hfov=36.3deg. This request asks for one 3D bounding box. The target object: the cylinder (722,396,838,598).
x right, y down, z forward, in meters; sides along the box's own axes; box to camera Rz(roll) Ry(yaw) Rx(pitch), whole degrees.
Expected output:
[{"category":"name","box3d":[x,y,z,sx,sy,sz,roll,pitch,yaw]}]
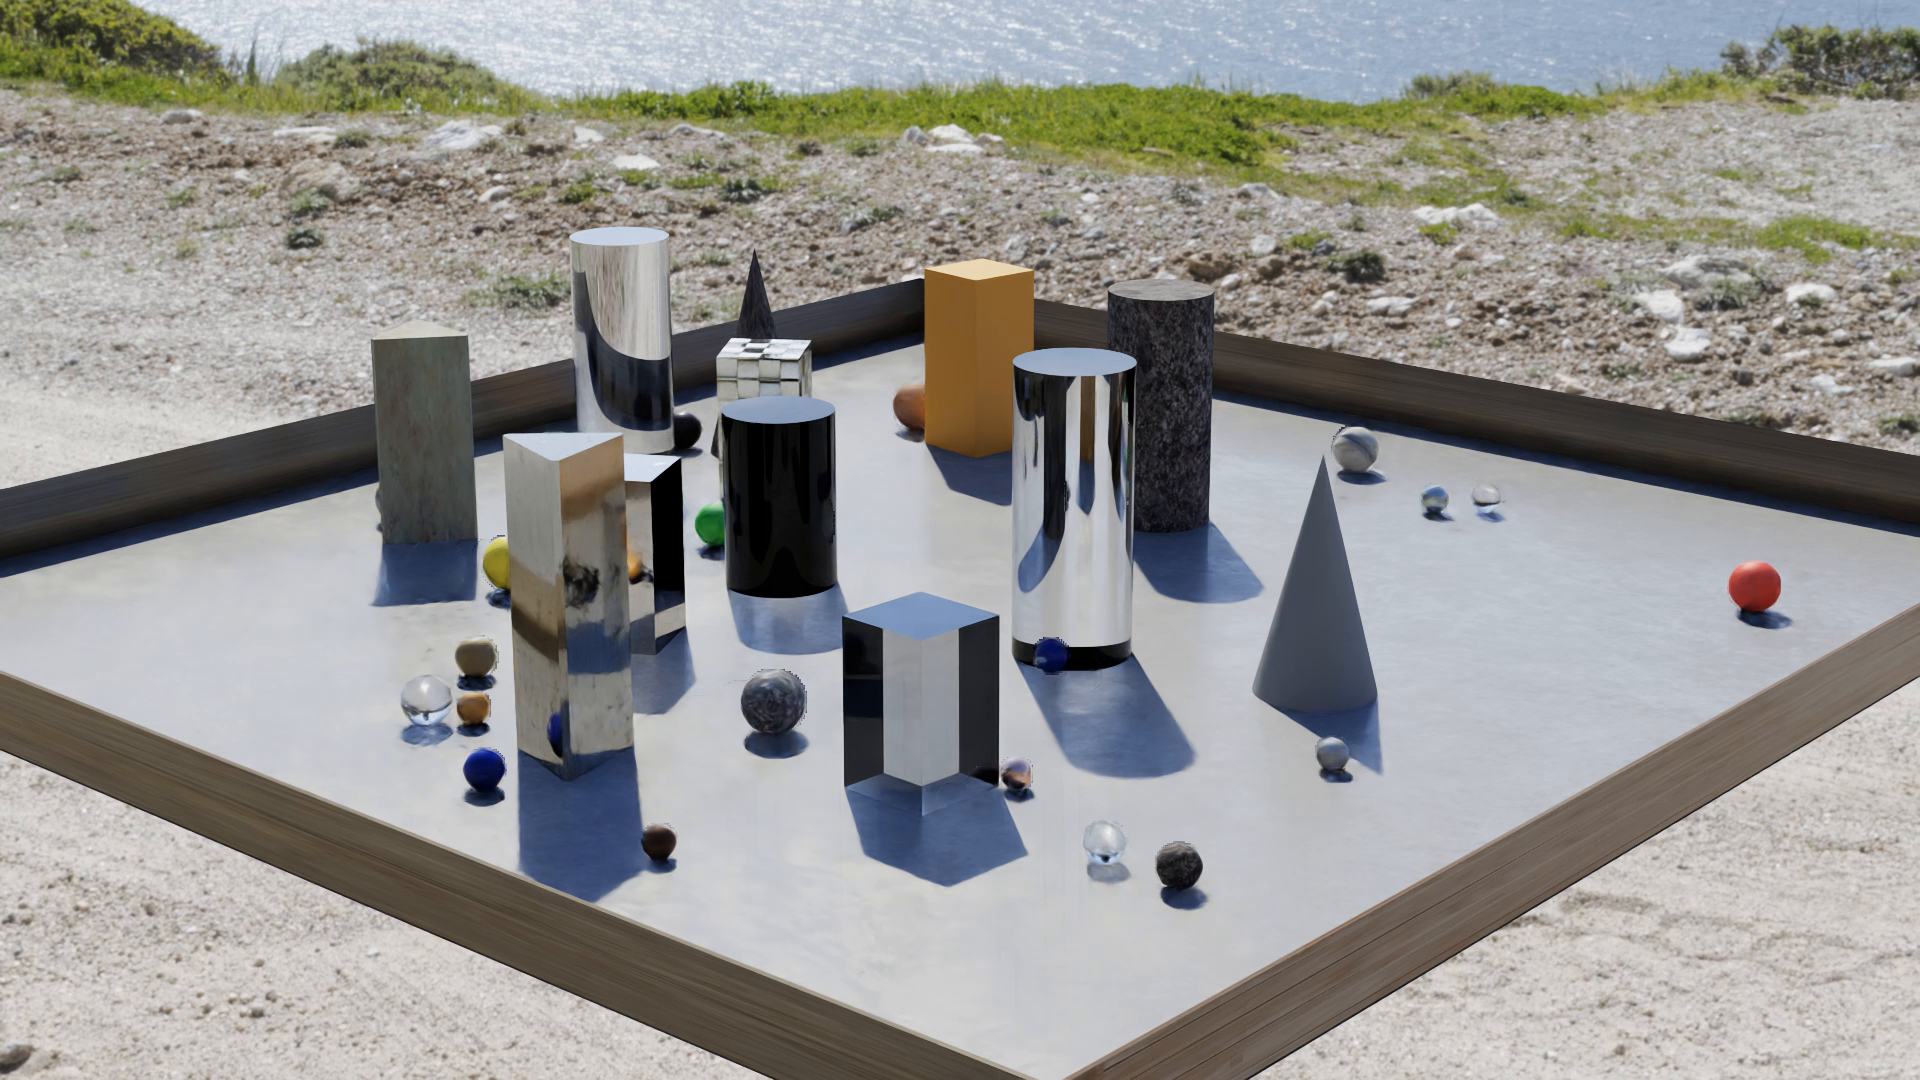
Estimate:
[{"category":"cylinder","box3d":[-0.317,-0.078,5.167,0.199,0.315,0.199,0,17,0]}]

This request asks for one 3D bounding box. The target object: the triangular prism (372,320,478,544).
[{"category":"triangular prism","box3d":[-0.999,-0.205,5.463,0.172,0.388,0.149,-3,17,-11]}]

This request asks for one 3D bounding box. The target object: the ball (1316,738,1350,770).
[{"category":"ball","box3d":[0.549,0.316,4.322,0.049,0.049,0.049,0,17,0]}]

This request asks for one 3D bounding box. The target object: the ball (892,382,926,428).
[{"category":"ball","box3d":[-0.093,-0.286,6.232,0.100,0.100,0.100,0,17,0]}]

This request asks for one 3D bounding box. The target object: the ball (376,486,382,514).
[{"category":"ball","box3d":[-1.068,-0.077,5.568,0.083,0.083,0.083,0,17,0]}]

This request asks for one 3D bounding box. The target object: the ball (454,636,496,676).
[{"category":"ball","box3d":[-0.780,0.188,4.718,0.066,0.066,0.066,0,17,0]}]

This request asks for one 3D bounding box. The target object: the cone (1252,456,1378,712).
[{"category":"cone","box3d":[0.564,0.053,4.604,0.199,0.390,0.199,0,17,0]}]

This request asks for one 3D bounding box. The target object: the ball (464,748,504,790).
[{"category":"ball","box3d":[-0.690,0.333,4.247,0.060,0.060,0.060,0,17,0]}]

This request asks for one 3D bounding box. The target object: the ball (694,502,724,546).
[{"category":"ball","box3d":[-0.449,-0.029,5.410,0.082,0.082,0.082,0,17,0]}]

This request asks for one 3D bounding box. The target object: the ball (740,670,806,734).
[{"category":"ball","box3d":[-0.285,0.247,4.466,0.098,0.098,0.098,0,17,0]}]

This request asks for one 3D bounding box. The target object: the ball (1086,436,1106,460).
[{"category":"ball","box3d":[0.283,-0.188,5.994,0.049,0.049,0.049,0,17,0]}]

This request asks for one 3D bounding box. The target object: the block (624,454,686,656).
[{"category":"block","box3d":[-0.560,0.020,4.873,0.159,0.296,0.159,4,17,12]}]

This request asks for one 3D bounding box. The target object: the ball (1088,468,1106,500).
[{"category":"ball","box3d":[0.280,-0.110,5.702,0.061,0.061,0.061,0,17,0]}]

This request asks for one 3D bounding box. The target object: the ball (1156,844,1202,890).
[{"category":"ball","box3d":[0.292,0.435,3.904,0.062,0.062,0.062,0,17,0]}]

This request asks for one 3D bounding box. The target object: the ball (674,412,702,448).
[{"category":"ball","box3d":[-0.574,-0.229,6.081,0.077,0.077,0.077,0,17,0]}]

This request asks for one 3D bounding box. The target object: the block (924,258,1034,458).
[{"category":"block","box3d":[0.039,-0.378,6.066,0.159,0.371,0.159,-14,22,-39]}]

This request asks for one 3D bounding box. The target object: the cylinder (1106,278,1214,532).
[{"category":"cylinder","box3d":[0.375,-0.255,5.531,0.199,0.444,0.199,0,17,0]}]

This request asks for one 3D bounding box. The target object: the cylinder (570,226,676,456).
[{"category":"cylinder","box3d":[-0.684,-0.389,5.946,0.199,0.461,0.199,0,17,0]}]

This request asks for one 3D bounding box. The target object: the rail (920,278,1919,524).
[{"category":"rail","box3d":[0.983,-0.294,6.204,2.904,0.129,0.045,14,22,39]}]

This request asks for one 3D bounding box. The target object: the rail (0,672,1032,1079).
[{"category":"rail","box3d":[-0.983,0.359,4.035,2.904,0.129,0.045,14,22,39]}]

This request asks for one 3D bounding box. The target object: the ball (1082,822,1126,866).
[{"category":"ball","box3d":[0.197,0.412,3.984,0.059,0.059,0.059,0,17,0]}]

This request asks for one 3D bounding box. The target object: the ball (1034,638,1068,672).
[{"category":"ball","box3d":[0.147,0.186,4.716,0.055,0.055,0.055,0,17,0]}]

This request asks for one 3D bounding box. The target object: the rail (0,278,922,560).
[{"category":"rail","box3d":[-1.078,-0.238,6.016,0.045,0.129,3.047,14,22,39]}]

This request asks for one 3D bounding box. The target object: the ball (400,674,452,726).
[{"category":"ball","box3d":[-0.819,0.247,4.500,0.079,0.079,0.079,0,17,0]}]

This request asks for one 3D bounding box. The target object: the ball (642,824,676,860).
[{"category":"ball","box3d":[-0.411,0.412,4.004,0.048,0.048,0.048,0,17,0]}]

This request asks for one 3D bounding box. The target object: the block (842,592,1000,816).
[{"category":"block","box3d":[-0.056,0.233,4.225,0.159,0.263,0.159,16,23,42]}]

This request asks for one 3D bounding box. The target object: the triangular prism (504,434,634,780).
[{"category":"triangular prism","box3d":[-0.557,0.088,4.322,0.149,0.486,0.172,-11,20,-31]}]

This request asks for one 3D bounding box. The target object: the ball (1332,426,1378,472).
[{"category":"ball","box3d":[0.797,-0.183,5.903,0.092,0.092,0.092,0,17,0]}]

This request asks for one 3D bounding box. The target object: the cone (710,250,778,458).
[{"category":"cone","box3d":[-0.417,-0.390,6.010,0.199,0.426,0.199,0,17,0]}]

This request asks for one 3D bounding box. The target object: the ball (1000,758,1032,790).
[{"category":"ball","box3d":[0.081,0.339,4.250,0.046,0.046,0.046,0,17,0]}]

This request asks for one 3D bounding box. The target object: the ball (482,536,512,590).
[{"category":"ball","box3d":[-0.790,0.040,5.155,0.097,0.097,0.097,0,17,0]}]

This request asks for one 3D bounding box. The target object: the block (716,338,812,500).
[{"category":"block","box3d":[-0.380,-0.234,5.735,0.159,0.287,0.159,2,17,6]}]

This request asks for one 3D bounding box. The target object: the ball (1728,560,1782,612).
[{"category":"ball","box3d":[1.366,0.079,5.039,0.089,0.089,0.089,0,17,0]}]

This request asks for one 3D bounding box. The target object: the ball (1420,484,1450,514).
[{"category":"ball","box3d":[0.910,-0.078,5.621,0.055,0.055,0.055,0,17,0]}]

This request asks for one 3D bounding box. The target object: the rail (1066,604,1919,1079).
[{"category":"rail","box3d":[1.078,0.302,4.223,0.045,0.129,3.047,14,22,39]}]

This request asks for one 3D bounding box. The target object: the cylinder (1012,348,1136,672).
[{"category":"cylinder","box3d":[0.184,-0.051,4.773,0.199,0.491,0.199,0,17,0]}]

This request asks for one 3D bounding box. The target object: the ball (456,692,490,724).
[{"category":"ball","box3d":[-0.749,0.258,4.509,0.051,0.051,0.051,0,17,0]}]

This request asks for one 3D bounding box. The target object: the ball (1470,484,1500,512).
[{"category":"ball","box3d":[1.008,-0.080,5.623,0.057,0.057,0.057,0,17,0]}]
